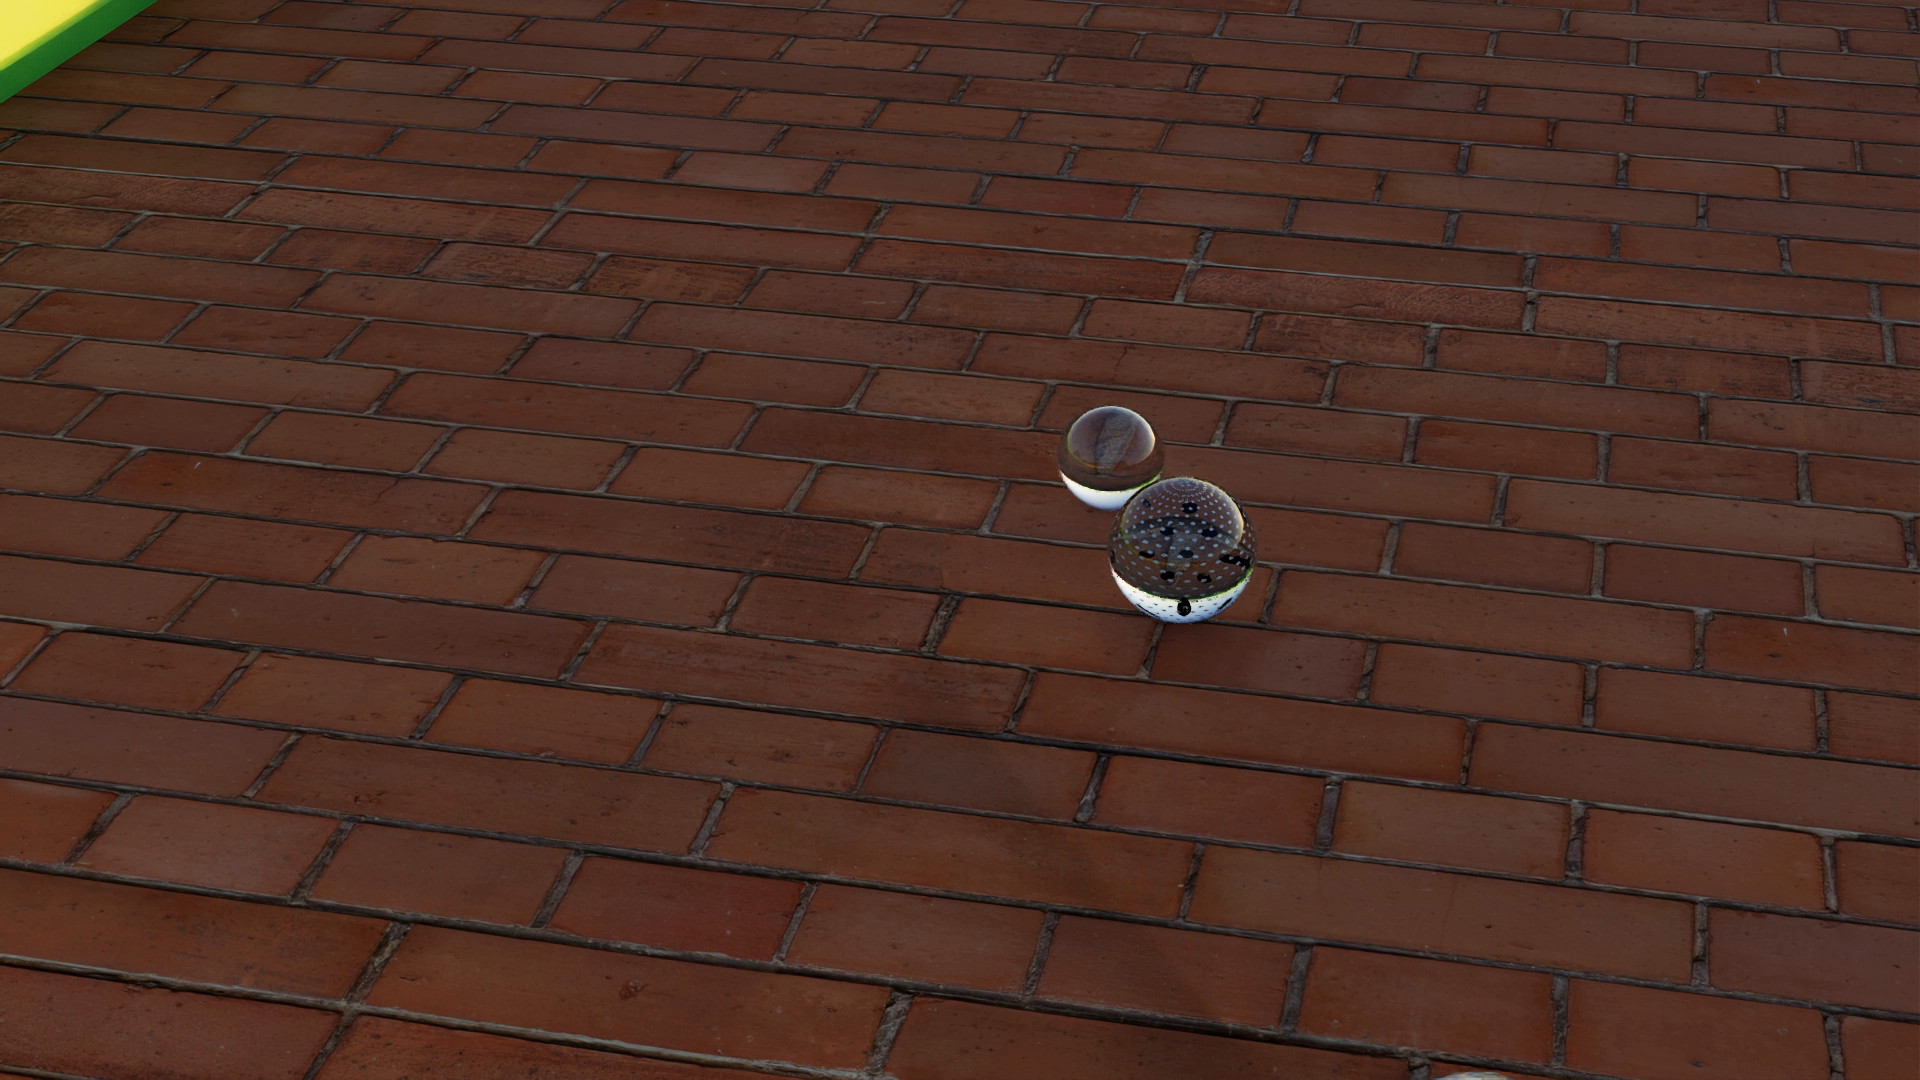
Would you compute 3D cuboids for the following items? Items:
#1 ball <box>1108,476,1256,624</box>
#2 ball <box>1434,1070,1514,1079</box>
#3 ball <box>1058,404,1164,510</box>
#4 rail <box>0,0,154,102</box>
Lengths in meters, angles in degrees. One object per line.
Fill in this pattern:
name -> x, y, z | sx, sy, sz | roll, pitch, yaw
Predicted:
ball -> 0.129, 0.006, 1.713 | 0.086, 0.086, 0.086 | 0, 28, 0
ball -> 0.215, 0.263, 1.227 | 0.083, 0.083, 0.083 | 0, 28, 0
ball -> 0.095, -0.051, 1.842 | 0.066, 0.066, 0.066 | 0, 28, 0
rail -> -0.764, -0.505, 2.650 | 0.045, 0.112, 3.378 | 6, 28, 11
